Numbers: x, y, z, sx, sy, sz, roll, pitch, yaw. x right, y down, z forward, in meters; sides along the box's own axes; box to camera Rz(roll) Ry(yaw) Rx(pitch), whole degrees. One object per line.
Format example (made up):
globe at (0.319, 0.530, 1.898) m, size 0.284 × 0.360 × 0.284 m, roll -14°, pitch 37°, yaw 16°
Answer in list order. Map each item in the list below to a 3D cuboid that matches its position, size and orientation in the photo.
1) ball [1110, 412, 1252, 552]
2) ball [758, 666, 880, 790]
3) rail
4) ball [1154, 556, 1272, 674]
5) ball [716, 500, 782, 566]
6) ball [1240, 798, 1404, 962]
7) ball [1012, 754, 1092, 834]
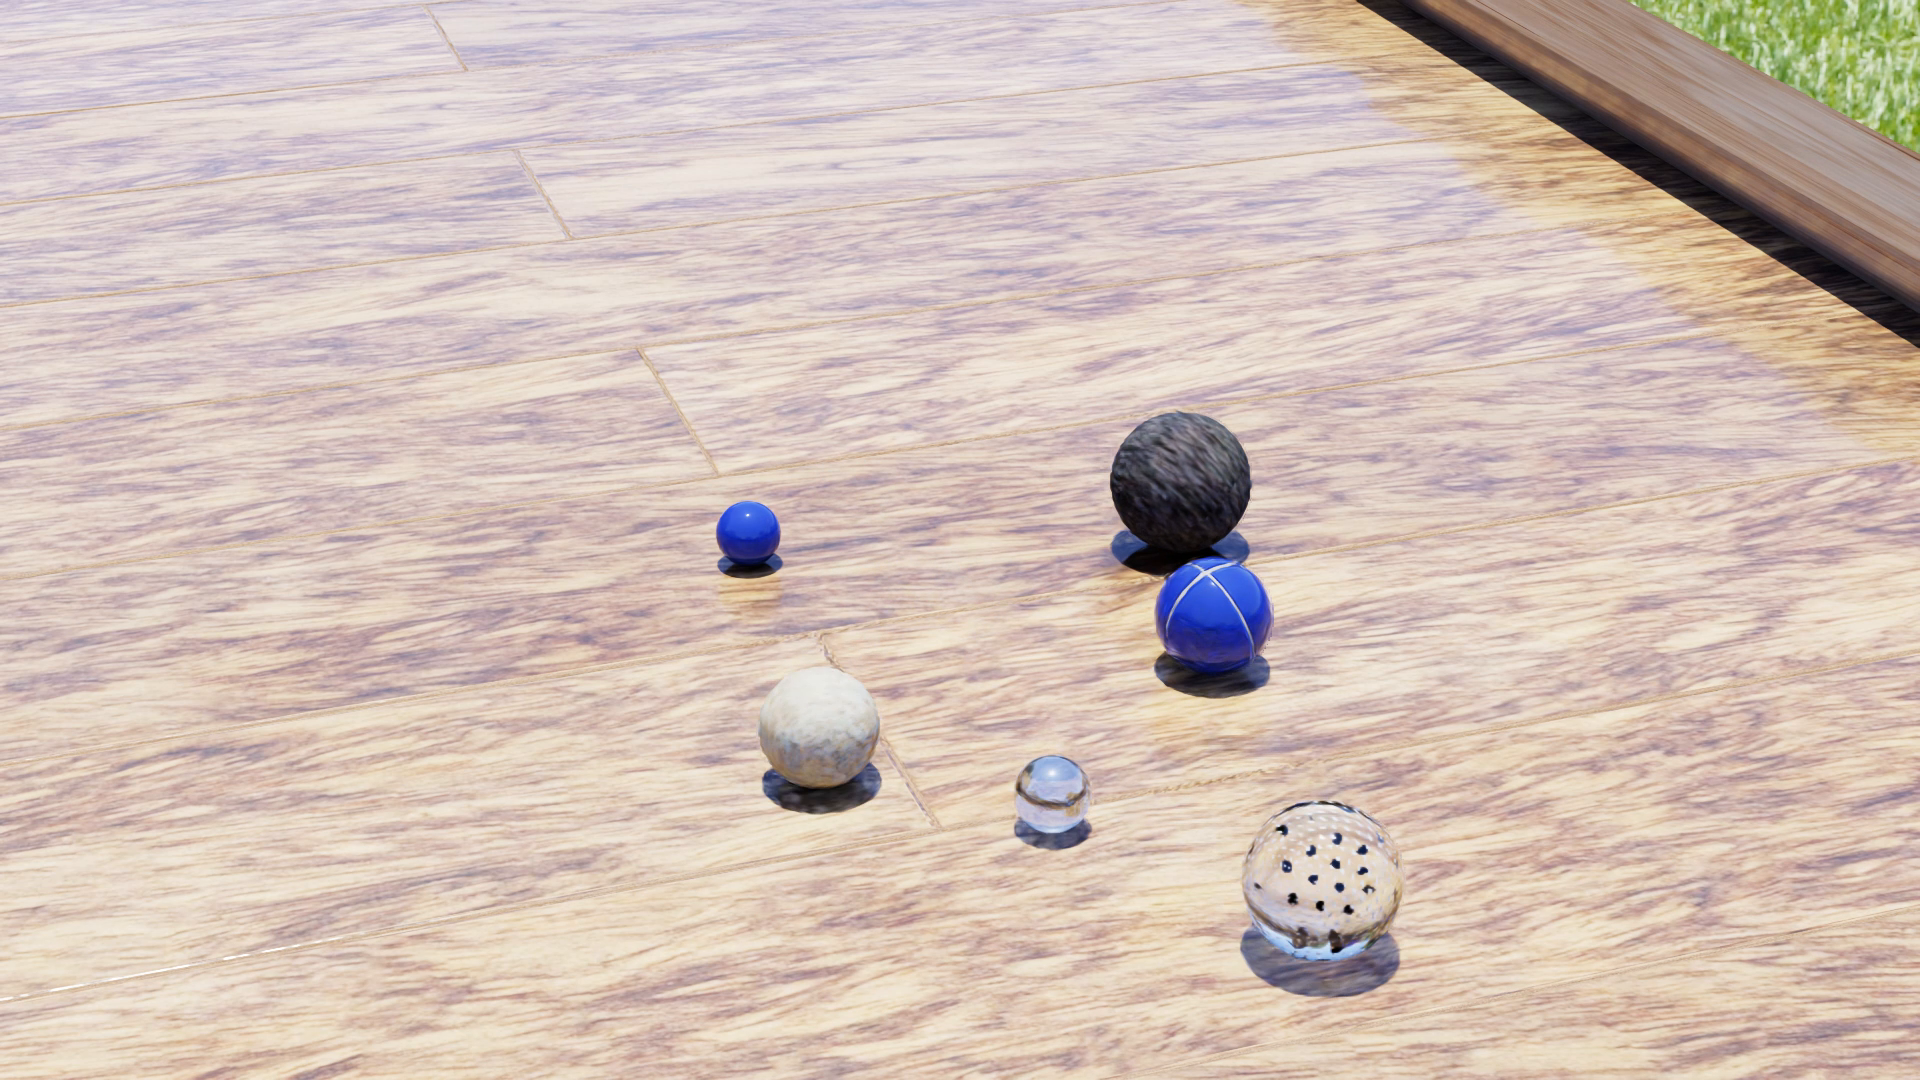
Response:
ball at (0.149, -0.039, 1.989) m, size 0.095 × 0.095 × 0.095 m, roll 0°, pitch 27°, yaw 0°
ball at (-0.082, 0.110, 1.719) m, size 0.071 × 0.071 × 0.071 m, roll 0°, pitch 27°, yaw 0°
rail at (0.555, -0.502, 2.875) m, size 0.045 × 0.124 × 3.287 m, roll -9°, pitch 28°, yaw -17°
ball at (0.158, 0.047, 1.840) m, size 0.074 × 0.074 × 0.074 m, roll 0°, pitch 27°, yaw 0°
ball at (-0.142, -0.004, 1.976) m, size 0.044 × 0.044 × 0.044 m, roll 0°, pitch 27°, yaw 0°
ball at (0.192, 0.181, 1.561) m, size 0.086 × 0.086 × 0.086 m, roll 0°, pitch 27°, yaw 0°
ball at (0.053, 0.145, 1.678) m, size 0.045 × 0.045 × 0.045 m, roll 0°, pitch 27°, yaw 0°
